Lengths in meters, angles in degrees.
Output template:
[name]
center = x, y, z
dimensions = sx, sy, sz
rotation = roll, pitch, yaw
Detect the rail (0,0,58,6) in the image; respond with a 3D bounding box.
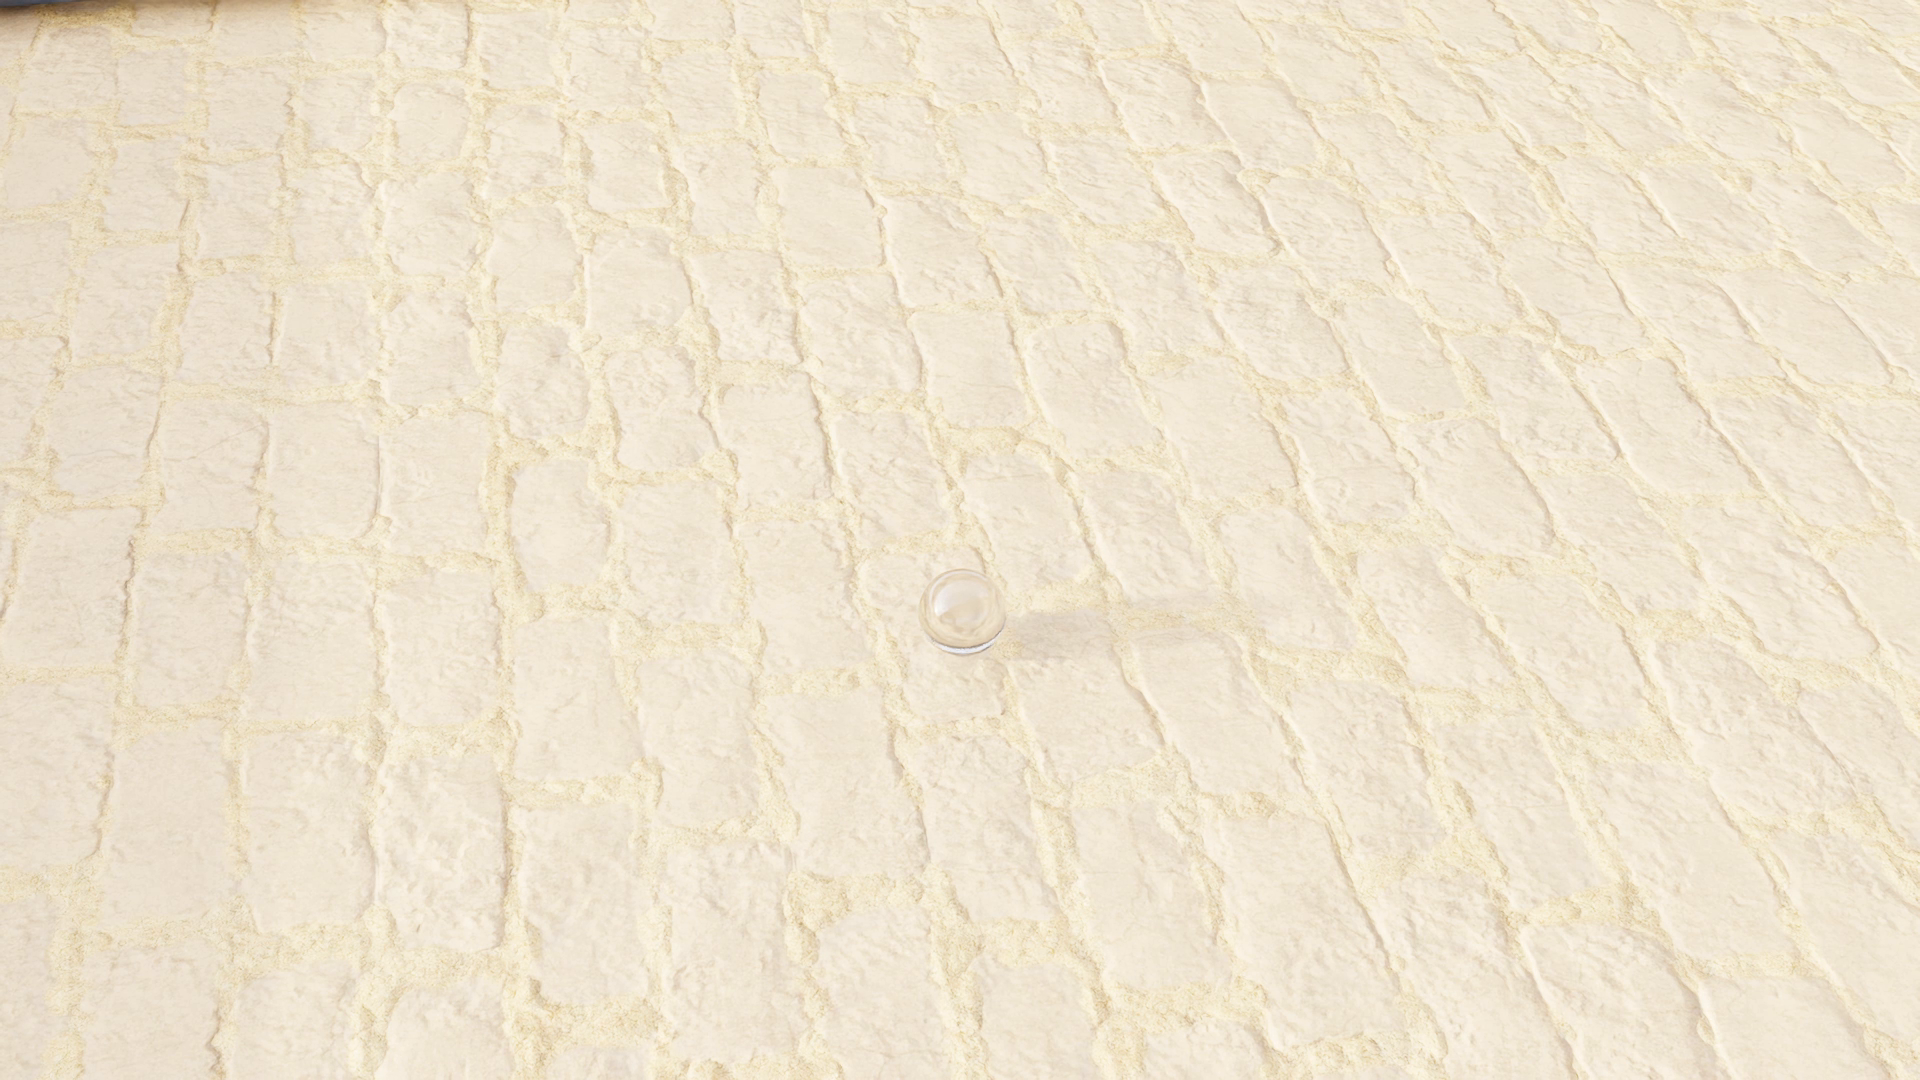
[rail]
center = 0.718, -0.647, 2.333
dimensions = 3.543, 0.121, 0.045
rotation = -6, 37, -8

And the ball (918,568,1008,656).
[ball]
center = 0.001, 0.041, 1.469
dimensions = 0.051, 0.051, 0.051
rotation = 0, 37, 0
